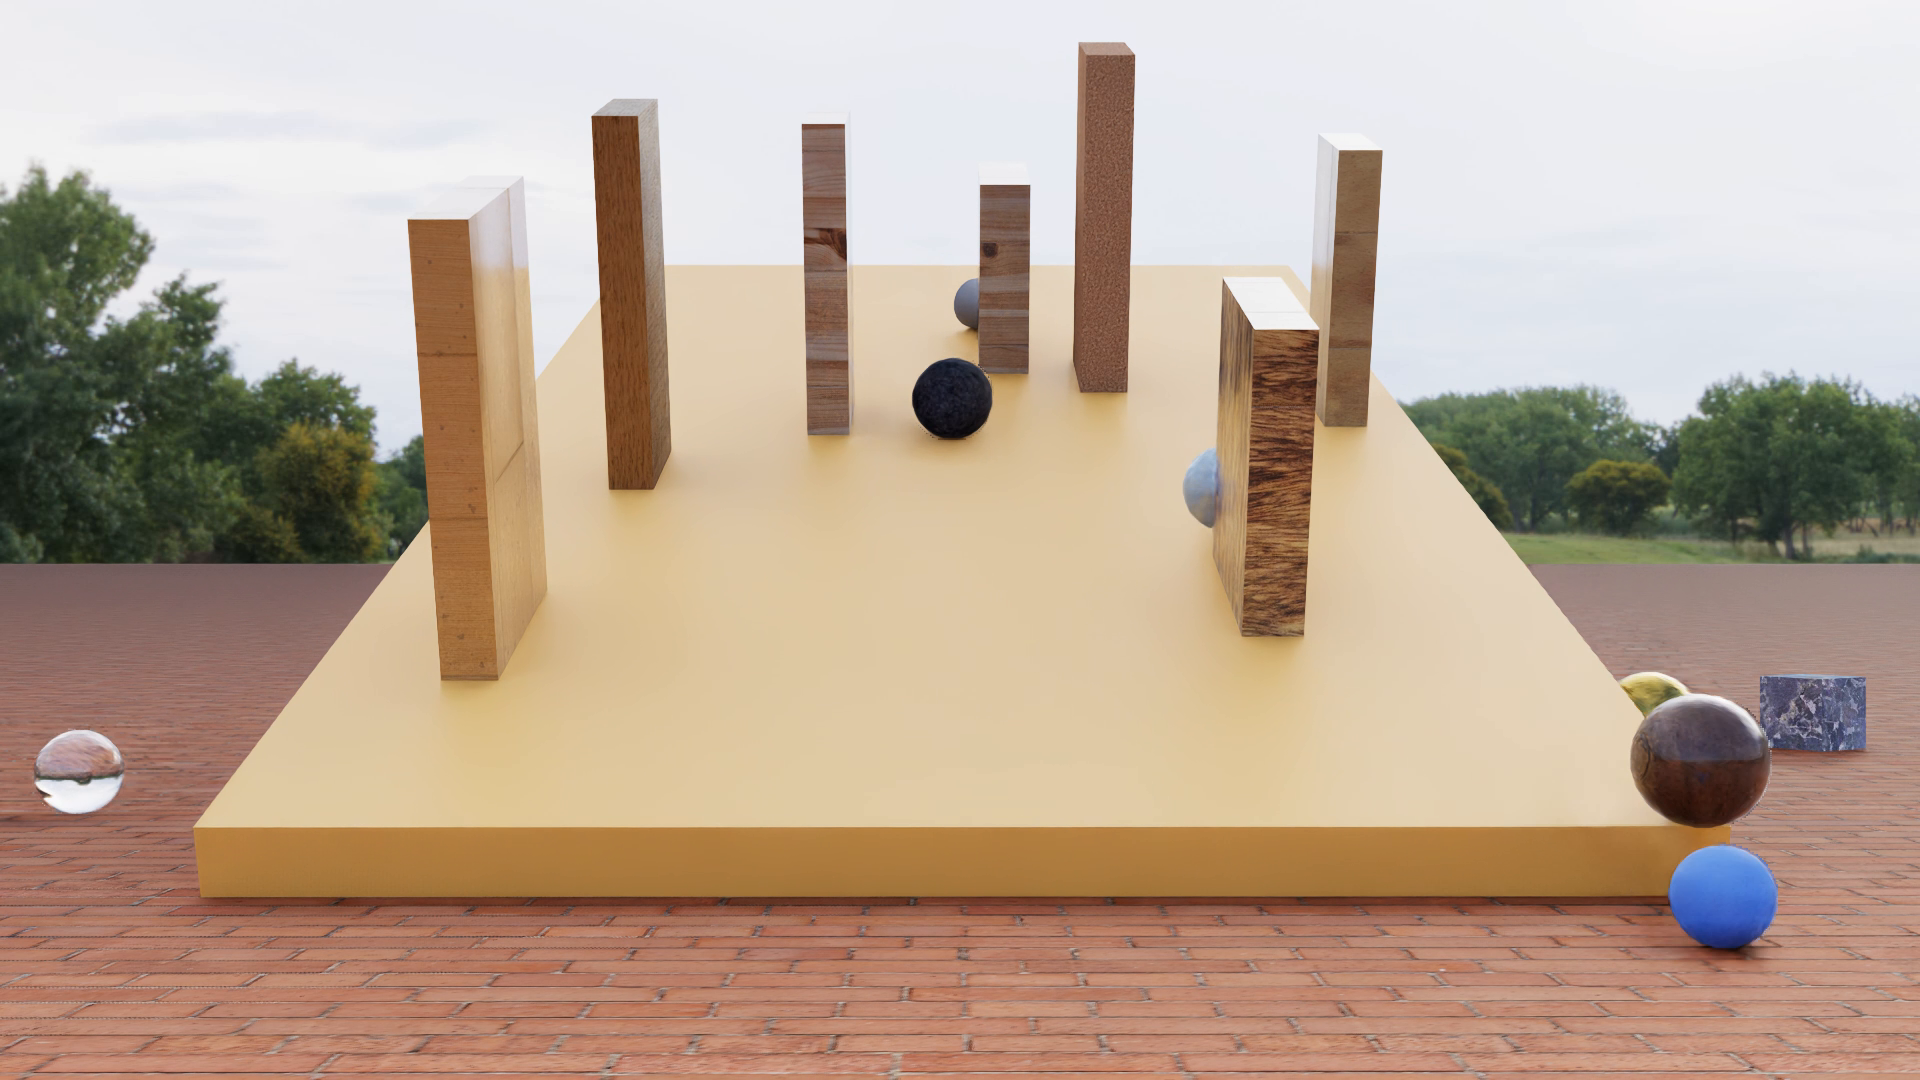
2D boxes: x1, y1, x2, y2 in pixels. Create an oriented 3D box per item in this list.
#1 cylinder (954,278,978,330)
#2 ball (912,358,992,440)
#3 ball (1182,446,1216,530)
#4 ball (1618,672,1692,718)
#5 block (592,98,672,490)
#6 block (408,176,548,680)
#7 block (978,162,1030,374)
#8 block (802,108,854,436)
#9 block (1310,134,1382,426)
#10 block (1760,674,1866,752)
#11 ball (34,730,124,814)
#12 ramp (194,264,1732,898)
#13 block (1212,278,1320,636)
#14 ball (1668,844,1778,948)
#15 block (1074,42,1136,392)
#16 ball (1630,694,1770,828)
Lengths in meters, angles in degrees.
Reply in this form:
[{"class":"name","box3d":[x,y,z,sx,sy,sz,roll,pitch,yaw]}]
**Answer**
[{"class":"cylinder","box3d":[0.073,-0.605,5.788,0.130,0.130,0.130,0,15,-32]},{"class":"ball","box3d":[-0.016,-0.302,4.755,0.172,0.172,0.172,0,0,0]},{"class":"ball","box3d":[0.481,-0.094,4.041,0.155,0.155,0.155,0,0,0]},{"class":"ball","box3d":[1.453,0.380,4.696,0.205,0.205,0.205,0,0,0]},{"class":"block","box3d":[-0.648,-0.491,4.426,0.088,0.729,0.294,0,17,0]},{"class":"block","box3d":[-0.748,-0.187,3.499,0.087,0.706,0.432,0,17,0]},{"class":"block","box3d":[0.105,-0.674,5.469,0.119,0.453,0.388,0,17,0]},{"class":"block","box3d":[-0.283,-0.585,4.833,0.091,0.664,0.280,0,17,0]},{"class":"block","box3d":[0.843,-0.576,4.914,0.093,0.601,0.277,0,17,0]},{"class":"block","box3d":[1.998,0.403,5.224,0.166,0.166,0.166,0,-1,-34]},{"class":"ball","box3d":[-1.527,0.403,3.866,0.147,0.147,0.147,0,0,0]},{"class":"ramp","box3d":[-0.003,-0.180,4.821,2.000,0.100,4.000,0,17,0]},{"class":"block","box3d":[0.504,-0.149,3.719,0.100,0.504,0.427,0,17,0]},{"class":"ball","box3d":[0.871,0.407,2.545,0.117,0.117,0.117,0,0,0]},{"class":"block","box3d":[0.334,-0.758,5.213,0.109,0.768,0.328,0,17,0]},{"class":"ball","box3d":[0.959,0.286,2.889,0.173,0.173,0.173,0,0,0]}]
